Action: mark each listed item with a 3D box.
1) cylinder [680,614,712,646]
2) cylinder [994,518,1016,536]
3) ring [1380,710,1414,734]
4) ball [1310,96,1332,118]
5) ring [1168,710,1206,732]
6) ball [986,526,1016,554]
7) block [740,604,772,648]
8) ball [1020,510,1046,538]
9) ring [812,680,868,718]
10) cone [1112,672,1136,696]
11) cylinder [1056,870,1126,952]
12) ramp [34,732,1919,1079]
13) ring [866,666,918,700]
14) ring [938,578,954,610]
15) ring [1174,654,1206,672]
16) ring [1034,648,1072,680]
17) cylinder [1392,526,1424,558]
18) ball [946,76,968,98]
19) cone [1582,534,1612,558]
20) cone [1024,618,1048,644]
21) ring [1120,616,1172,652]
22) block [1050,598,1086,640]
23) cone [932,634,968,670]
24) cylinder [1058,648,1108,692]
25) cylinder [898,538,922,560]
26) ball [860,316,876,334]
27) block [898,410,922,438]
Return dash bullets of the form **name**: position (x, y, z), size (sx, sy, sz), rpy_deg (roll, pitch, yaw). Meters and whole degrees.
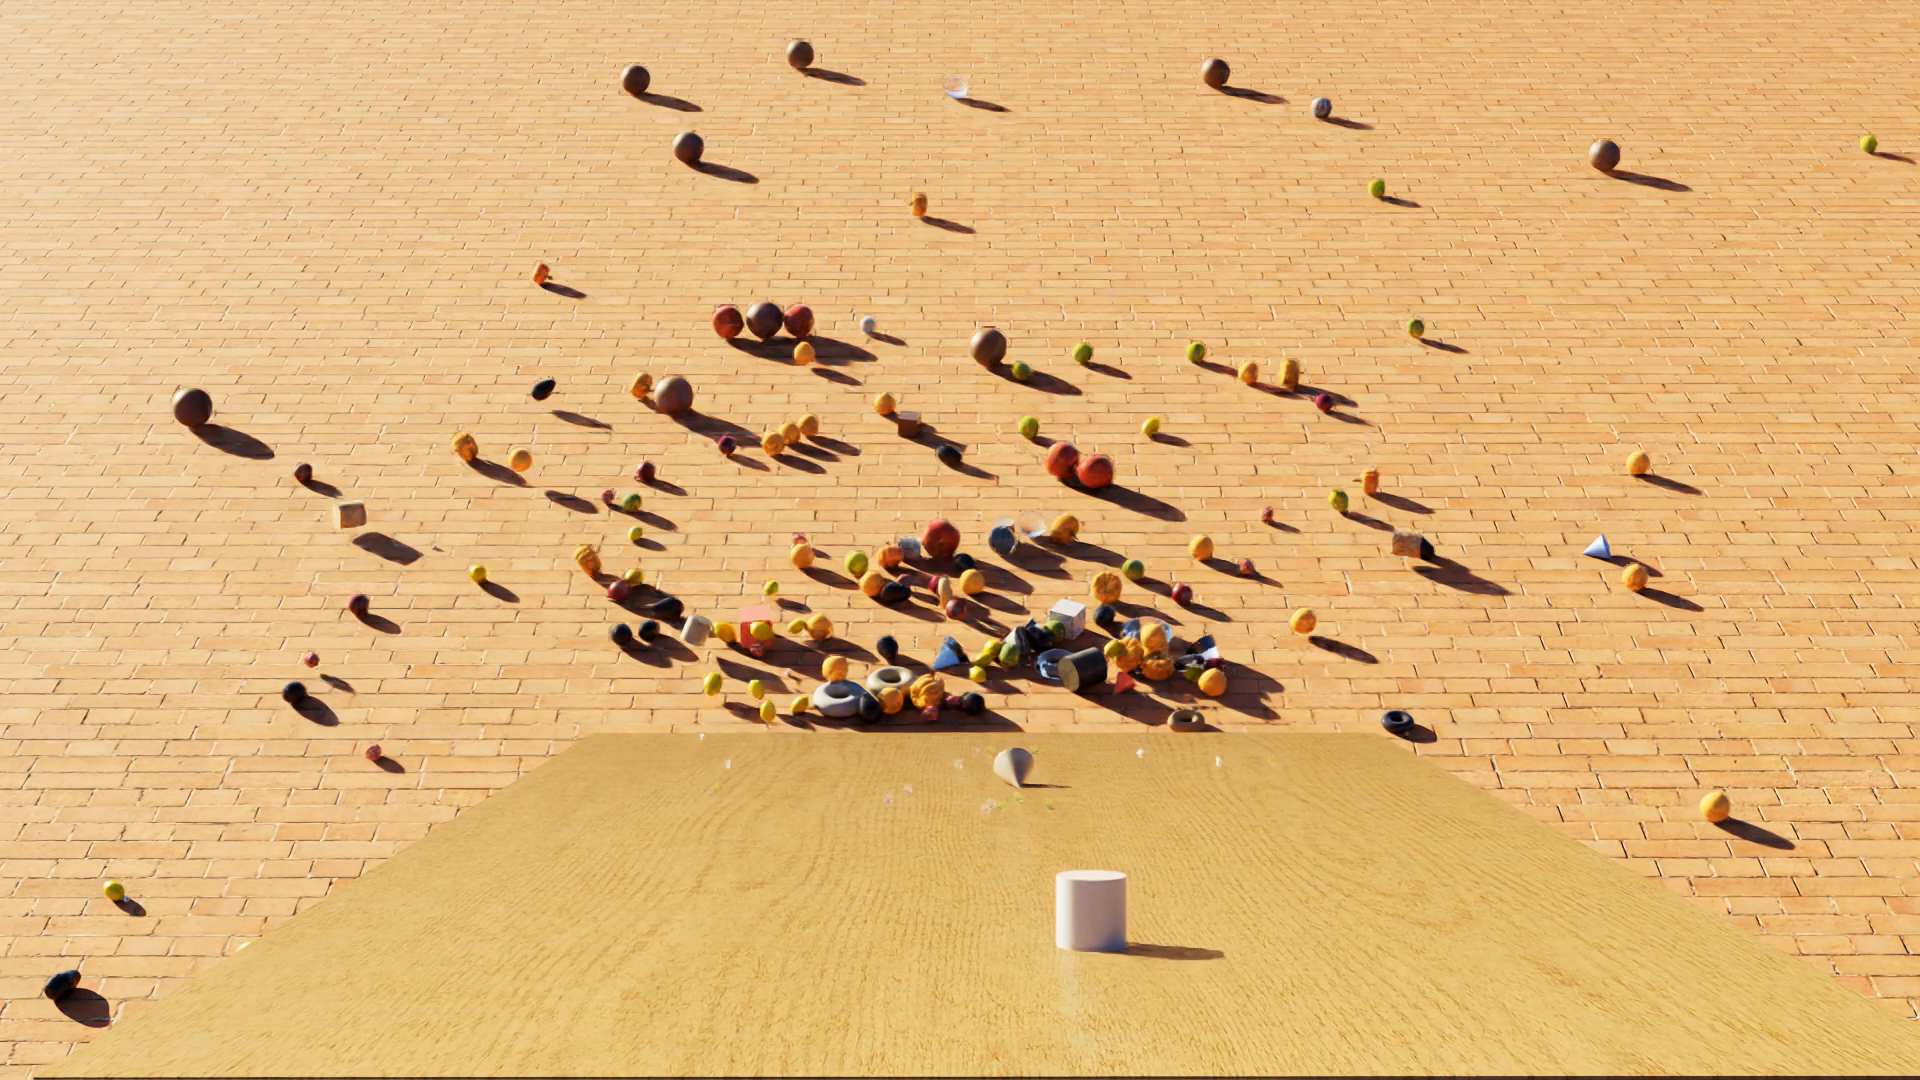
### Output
- **cylinder**: position (-0.725, 0.248, 7.108), size (0.069, 0.069, 0.069), rpy_deg (23, 10, -4)
- **cylinder**: position (0.132, -0.025, 7.701), size (0.065, 0.065, 0.065), rpy_deg (0, 28, 0)
- **ring**: position (1.150, 0.478, 6.793), size (0.088, 0.029, 0.088), rpy_deg (-1, 29, 0)
- **ball**: position (1.557, -1.864, 11.136), size (0.090, 0.090, 0.090), rpy_deg (0, 28, 0)
- **ring**: position (0.596, 0.478, 6.789), size (0.098, 0.033, 0.098), rpy_deg (-1, 29, 0)
- **ball**: position (0.122, 0.001, 7.631), size (0.086, 0.086, 0.086), rpy_deg (0, 28, 0)
- **block**: position (-0.568, 0.240, 7.181), size (0.085, 0.085, 0.085), rpy_deg (-3, 28, -6)
- **ball**: position (0.217, -0.047, 7.725), size (0.081, 0.081, 0.081), rpy_deg (0, 28, 0)
- **ring**: position (-0.319, 0.422, 6.878), size (0.146, 0.049, 0.146), rpy_deg (0, 29, 0)
- **cone**: position (0.430, 0.397, 6.947), size (0.062, 0.062, 0.062), rpy_deg (25, 64, 39)
- **cylinder**: position (0.172, 0.485, 3.386), size (0.092, 0.092, 0.092), rpy_deg (0, 1, 0)
- **ramp**: position (0.063, 0.567, 4.607), size (2.000, 0.100, 4.000), rpy_deg (0, 1, 0)
- **ring**: position (-0.181, 0.386, 6.947), size (0.140, 0.047, 0.140), rpy_deg (0, 26, 0)
- **ring**: position (-0.039, 0.154, 7.329), size (0.031, 0.094, 0.094), rpy_deg (-13, 28, 5)
- **ring**: position (0.624, 0.334, 7.019), size (0.087, 0.087, 0.029), rpy_deg (-7, 70, -13)
- **ring**: position (0.264, 0.338, 7.045), size (0.123, 0.041, 0.123), rpy_deg (-1, 29, 0)
- **cylinder**: position (1.311, 0.007, 7.573), size (0.082, 0.082, 0.082), rpy_deg (8, 29, 11)
- **ball**: position (-0.016, -1.990, 11.362), size (0.099, 0.099, 0.099), rpy_deg (0, 28, 0)
- **cone**: position (1.873, 0.029, 7.631), size (0.077, 0.077, 0.077), rpy_deg (-18, 20, 24)
- **cone**: position (0.215, 0.268, 7.181), size (0.080, 0.080, 0.080), rpy_deg (36, 37, 8)
- **ring**: position (0.519, 0.261, 7.182), size (0.145, 0.048, 0.145), rpy_deg (-1, 28, 1)
- **block**: position (0.301, 0.222, 7.224), size (0.076, 0.076, 0.076), rpy_deg (14, 31, 25)
- **cone**: position (-0.043, 0.325, 7.066), size (0.096, 0.096, 0.096), rpy_deg (-40, 41, -13)
- **cylinder**: position (0.331, 0.349, 6.964), size (0.096, 0.096, 0.096), rpy_deg (-18, 33, -30)
- **cylinder**: position (-0.148, 0.025, 7.611), size (0.062, 0.062, 0.062), rpy_deg (2, 28, 4)
- **ball**: position (-0.324, -0.756, 9.083), size (0.060, 0.060, 0.060), rpy_deg (0, 28, 0)
- **block**: position (-0.163, -0.374, 8.359), size (0.064, 0.064, 0.064), rpy_deg (6, 29, 11)
